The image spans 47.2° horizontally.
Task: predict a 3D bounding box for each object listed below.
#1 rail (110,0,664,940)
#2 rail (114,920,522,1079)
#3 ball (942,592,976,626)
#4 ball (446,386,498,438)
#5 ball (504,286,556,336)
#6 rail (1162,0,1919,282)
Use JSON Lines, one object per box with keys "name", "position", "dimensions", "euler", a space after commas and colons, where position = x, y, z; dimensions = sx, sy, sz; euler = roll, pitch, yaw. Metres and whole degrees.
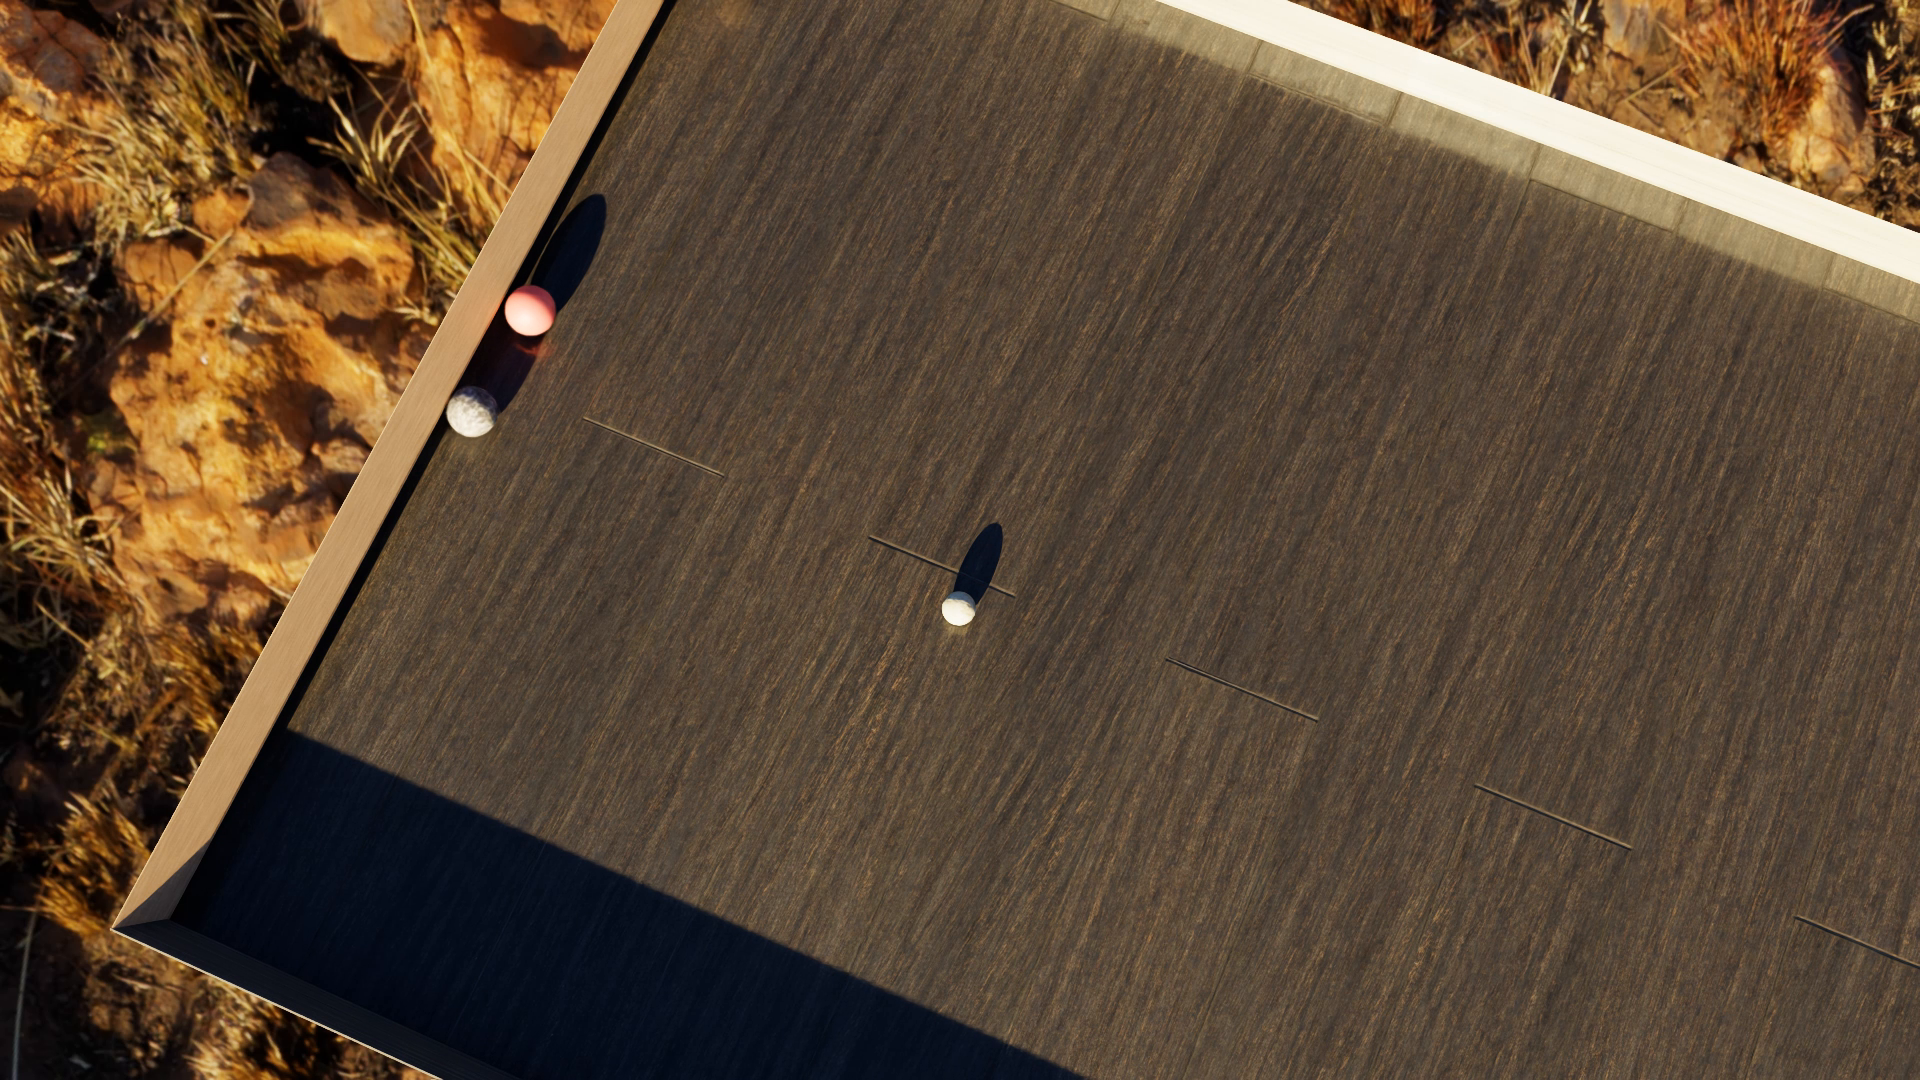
{"name": "rail", "position": [-0.778, -0.326, 3.480], "dimensions": [0.045, 0.121, 2.080], "euler": [22, 73, 7]}
{"name": "rail", "position": [0.399, 1.206, 2.980], "dimensions": [3.482, 0.121, 0.045], "euler": [22, 73, 7]}
{"name": "ball", "position": [-0.002, 0.105, 3.377], "dimensions": [0.053, 0.053, 0.053], "euler": [0, 72, 0]}
{"name": "ball", "position": [-0.768, -0.202, 3.463], "dimensions": [0.079, 0.079, 0.079], "euler": [0, 72, 0]}
{"name": "ball", "position": [-0.687, -0.367, 3.516], "dimensions": [0.081, 0.081, 0.081], "euler": [0, 72, 0]}
{"name": "rail", "position": [1.201, -0.569, 3.560], "dimensions": [3.482, 0.121, 0.045], "euler": [22, 73, 7]}
